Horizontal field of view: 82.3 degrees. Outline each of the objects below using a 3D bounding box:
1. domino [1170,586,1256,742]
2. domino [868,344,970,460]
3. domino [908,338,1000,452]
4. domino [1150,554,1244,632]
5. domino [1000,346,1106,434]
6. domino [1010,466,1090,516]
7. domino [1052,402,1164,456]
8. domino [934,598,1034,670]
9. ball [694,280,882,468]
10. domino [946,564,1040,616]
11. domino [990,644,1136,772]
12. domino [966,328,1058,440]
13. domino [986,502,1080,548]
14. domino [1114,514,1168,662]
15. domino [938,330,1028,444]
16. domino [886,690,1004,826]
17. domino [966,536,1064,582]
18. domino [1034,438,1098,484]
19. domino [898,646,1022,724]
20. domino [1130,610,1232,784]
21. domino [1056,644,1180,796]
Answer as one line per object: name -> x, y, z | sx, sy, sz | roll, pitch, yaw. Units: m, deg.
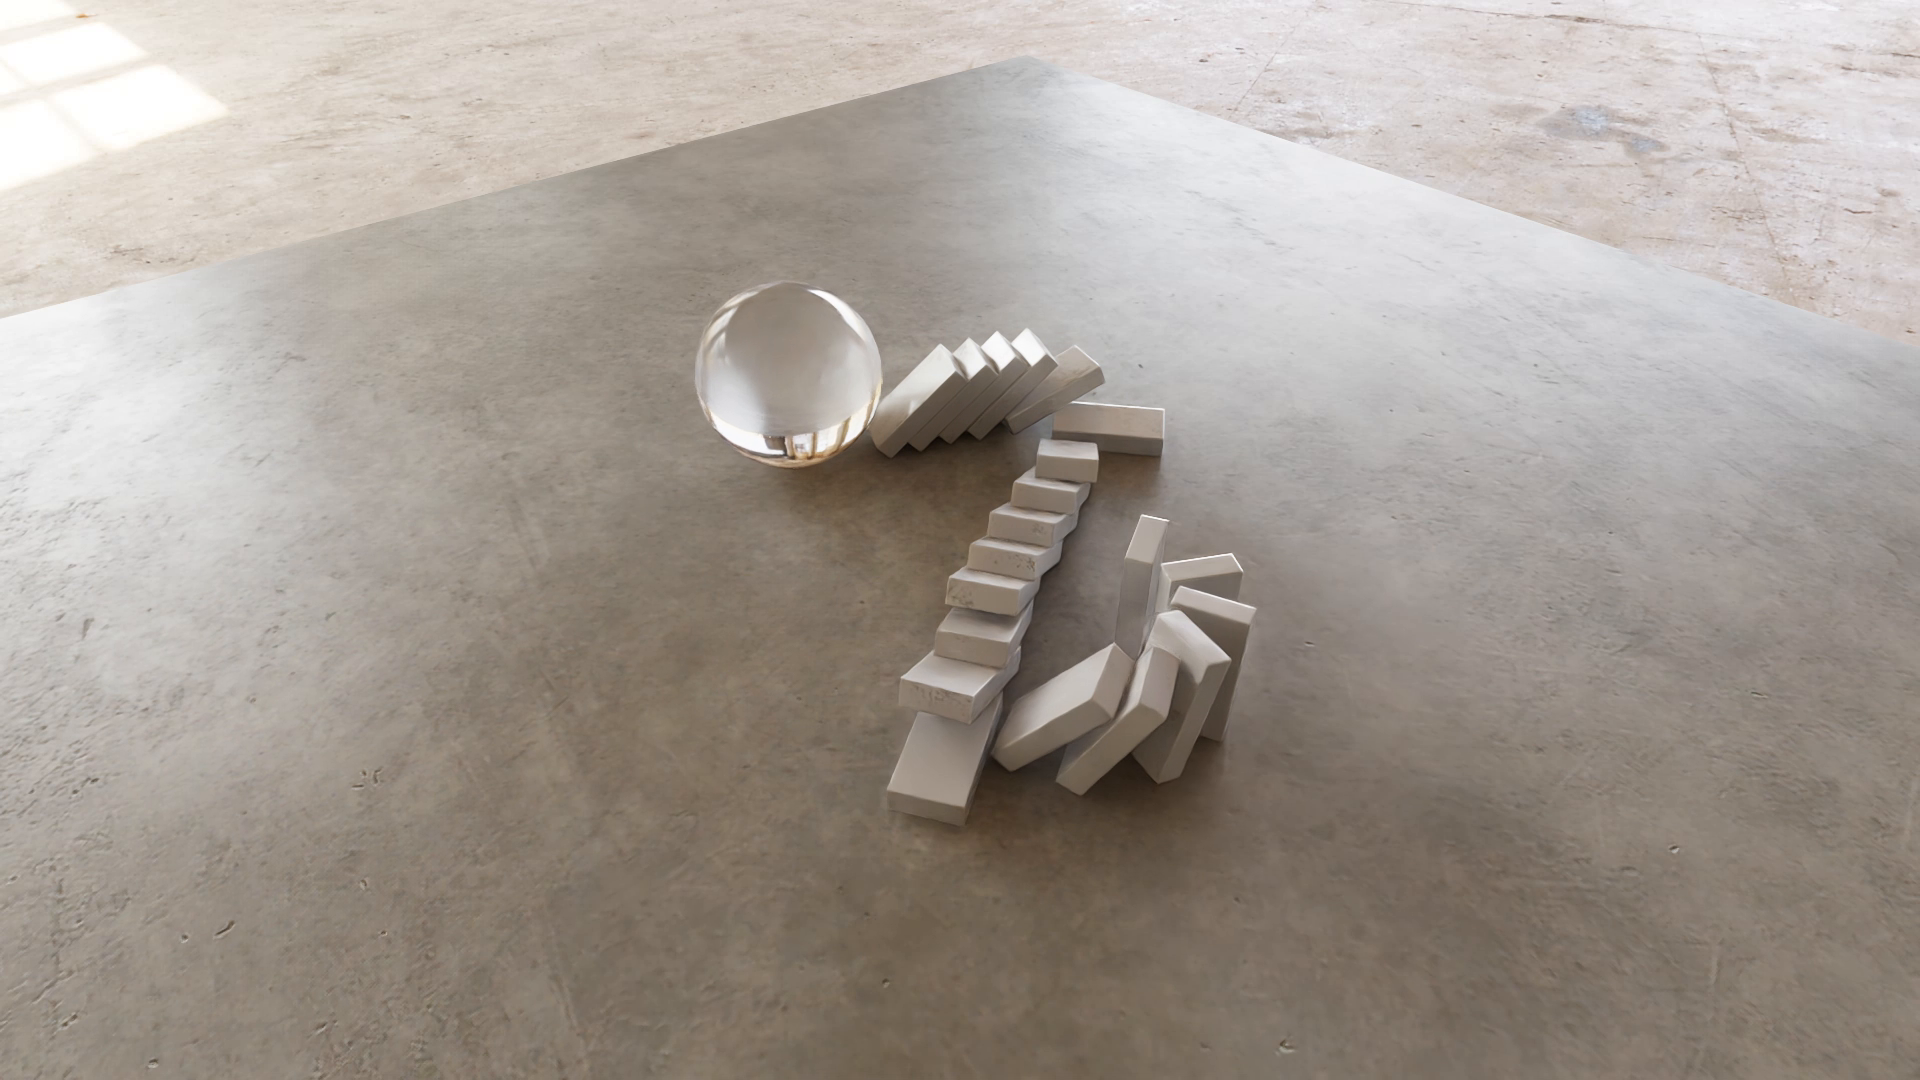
domino -> 0.079, 0.041, 0.361 | 0.025, 0.050, 0.010 | 17, 36, 19
domino -> -0.020, -0.063, 0.495 | 0.050, 0.010, 0.025 | -43, 40, 15
domino -> -0.007, -0.066, 0.499 | 0.050, 0.010, 0.025 | -43, 40, 15
domino -> 0.079, 0.028, 0.377 | 0.025, 0.050, 0.010 | -8, 40, -9
domino -> 0.040, -0.070, 0.515 | 0.050, 0.009, 0.025 | -30, 40, -5
domino -> 0.038, -0.021, 0.452 | 0.025, 0.009, 0.050 | 10, 14, 12
domino -> 0.068, -0.052, 0.506 | 0.050, 0.010, 0.025 | 6, 40, 7
domino -> 0.009, 0.030, 0.391 | 0.025, 0.010, 0.050 | 9, 17, 11
ball -> -0.073, -0.071, 0.474 | 0.080, 0.080, 0.080 | 0, 39, 0
domino -> 0.013, 0.016, 0.401 | 0.025, 0.010, 0.050 | 9, 10, 12
domino -> 0.032, 0.054, 0.350 | 0.010, 0.050, 0.025 | 42, 43, -10
domino -> 0.020, -0.072, 0.507 | 0.050, 0.009, 0.025 | -43, 40, 15
domino -> 0.030, -0.008, 0.435 | 0.025, 0.010, 0.050 | 11, 13, 15
domino -> 0.063, 0.019, 0.388 | 0.010, 0.050, 0.025 | 13, 41, 15
domino -> 0.006, -0.070, 0.504 | 0.050, 0.009, 0.025 | -44, 40, 14
domino -> -0.004, 0.068, 0.360 | 0.025, 0.010, 0.050 | 10, 40, 12
domino -> 0.022, 0.005, 0.418 | 0.025, 0.010, 0.050 | 10, 10, 15
domino -> 0.046, -0.034, 0.468 | 0.025, 0.010, 0.050 | 6, 13, 5
domino -> 0.001, 0.045, 0.371 | 0.025, 0.009, 0.050 | 12, 17, 18
domino -> 0.066, 0.050, 0.350 | 0.010, 0.050, 0.025 | -7, 38, -31
domino -> 0.049, 0.057, 0.343 | 0.010, 0.050, 0.025 | 31, 42, -4
